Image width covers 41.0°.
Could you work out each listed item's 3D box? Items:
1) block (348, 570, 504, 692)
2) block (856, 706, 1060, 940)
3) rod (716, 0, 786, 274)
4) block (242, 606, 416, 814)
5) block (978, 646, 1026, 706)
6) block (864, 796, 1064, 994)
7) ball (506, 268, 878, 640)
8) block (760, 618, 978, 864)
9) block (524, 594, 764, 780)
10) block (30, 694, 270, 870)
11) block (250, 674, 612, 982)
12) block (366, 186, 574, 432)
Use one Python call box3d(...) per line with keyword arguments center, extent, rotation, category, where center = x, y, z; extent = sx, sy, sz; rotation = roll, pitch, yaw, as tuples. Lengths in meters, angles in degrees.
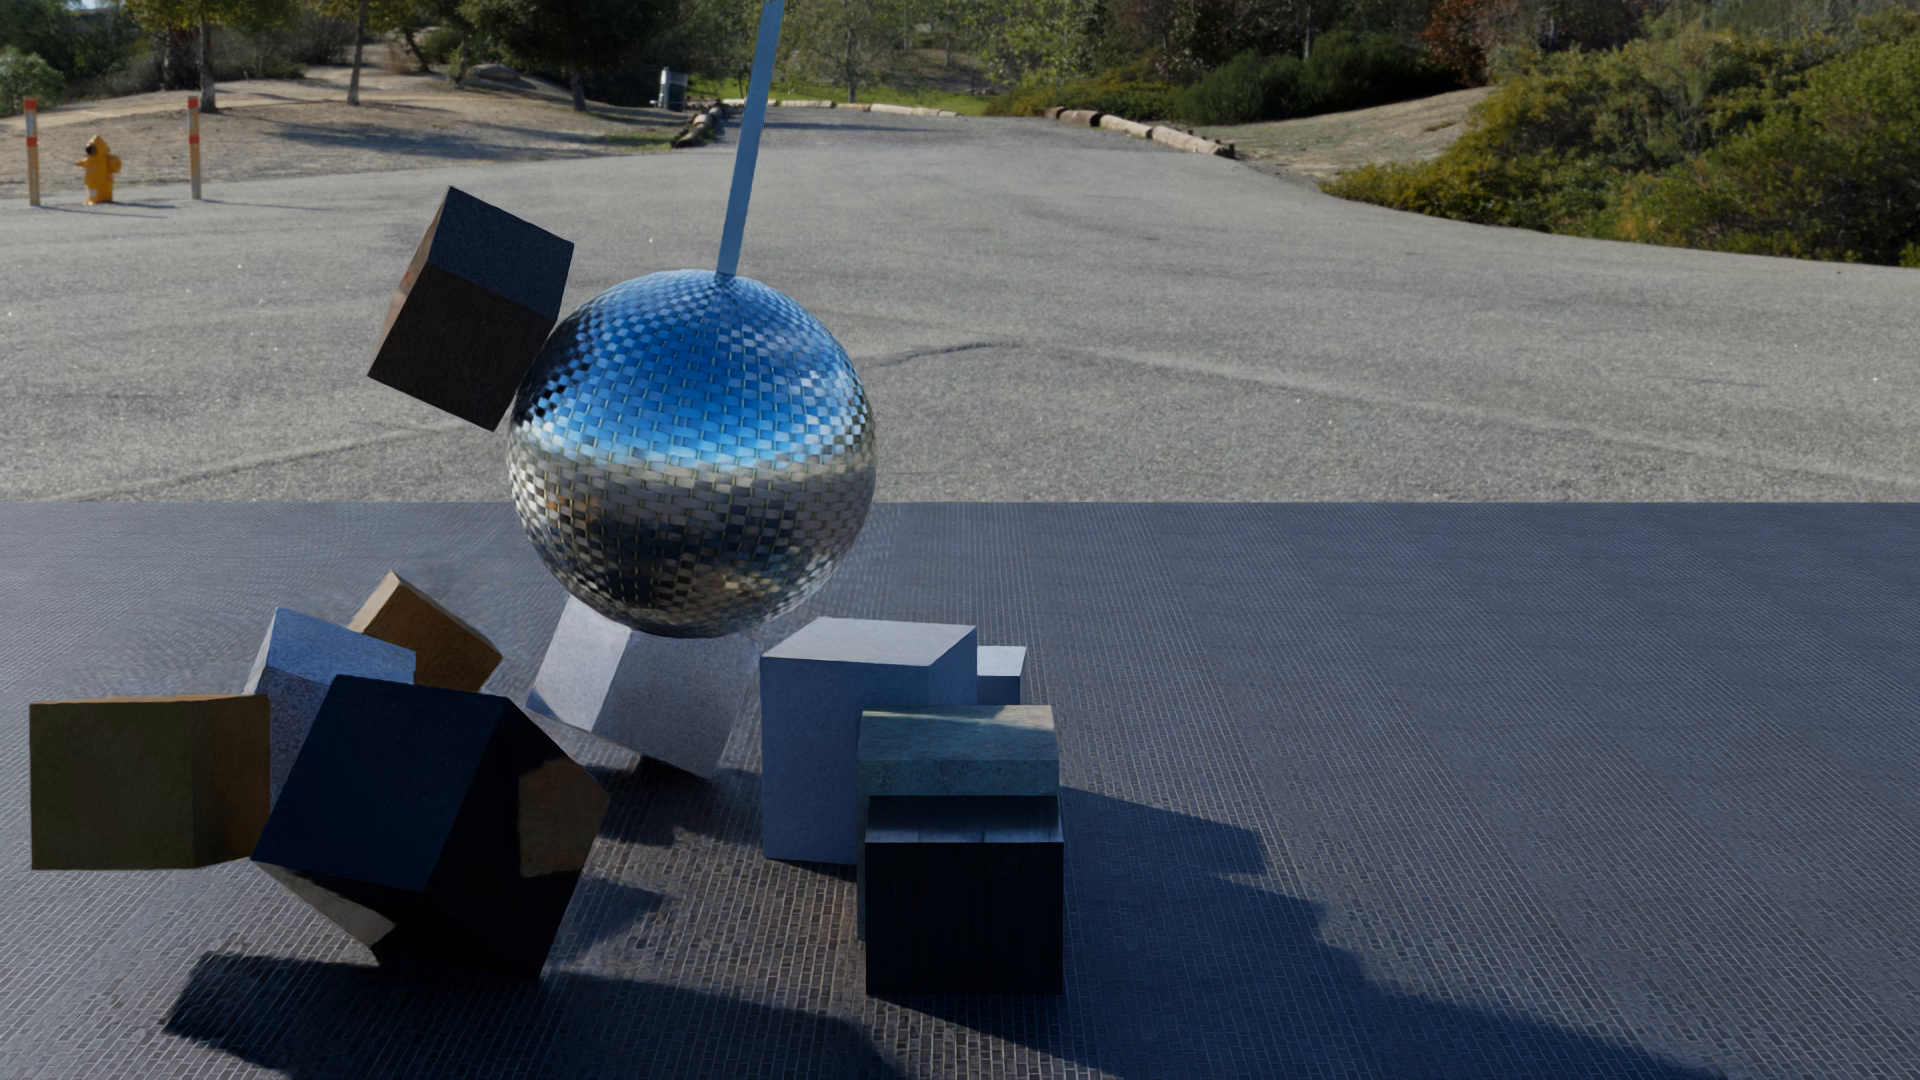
box3d(center=(-2.861, 0.633, 13.326), extent=(0.648, 0.635, 0.632), rotation=(38, -6, -17), category="block")
box3d(center=(-0.011, 1.184, 10.928), extent=(0.826, 0.760, 0.916), rotation=(0, 10, 0), category="block")
box3d(center=(-0.500, -3.654, 10.516), extent=(0.080, 5.200, 0.080), rotation=(11, 10, -2), category="rod")
box3d(center=(-2.964, 0.840, 11.825), extent=(0.672, 0.709, 0.601), rotation=(20, 20, -18), category="block")
box3d(center=(0.017, 0.919, 12.621), extent=(0.587, 0.676, 0.643), rotation=(1, 10, 4), category="block")
box3d(center=(0.015, 1.398, 10.173), extent=(0.759, 0.610, 0.646), rotation=(0, 10, 0), category="block")
box3d(center=(-1.154, -0.371, 11.113), extent=(1.600, 1.600, 1.600), rotation=(0, 10, 0), category="ball")
box3d(center=(-0.406, 0.923, 11.875), extent=(0.780, 0.936, 0.871), rotation=(3, 11, 14), category="block")
box3d(center=(-1.592, 0.692, 12.942), extent=(0.754, 0.721, 0.690), rotation=(27, -10, -37), category="block")
box3d(center=(-3.255, 0.967, 10.355), extent=(0.680, 0.651, 0.697), rotation=(-2, -1, 10), category="block")
box3d(center=(-2.058, 1.129, 10.079), extent=(0.840, 0.812, 0.855), rotation=(5, -29, 27), category="block")
box3d(center=(-2.093, -0.989, 11.005), extent=(0.583, 0.654, 0.618), rotation=(25, 34, -18), category="block")
